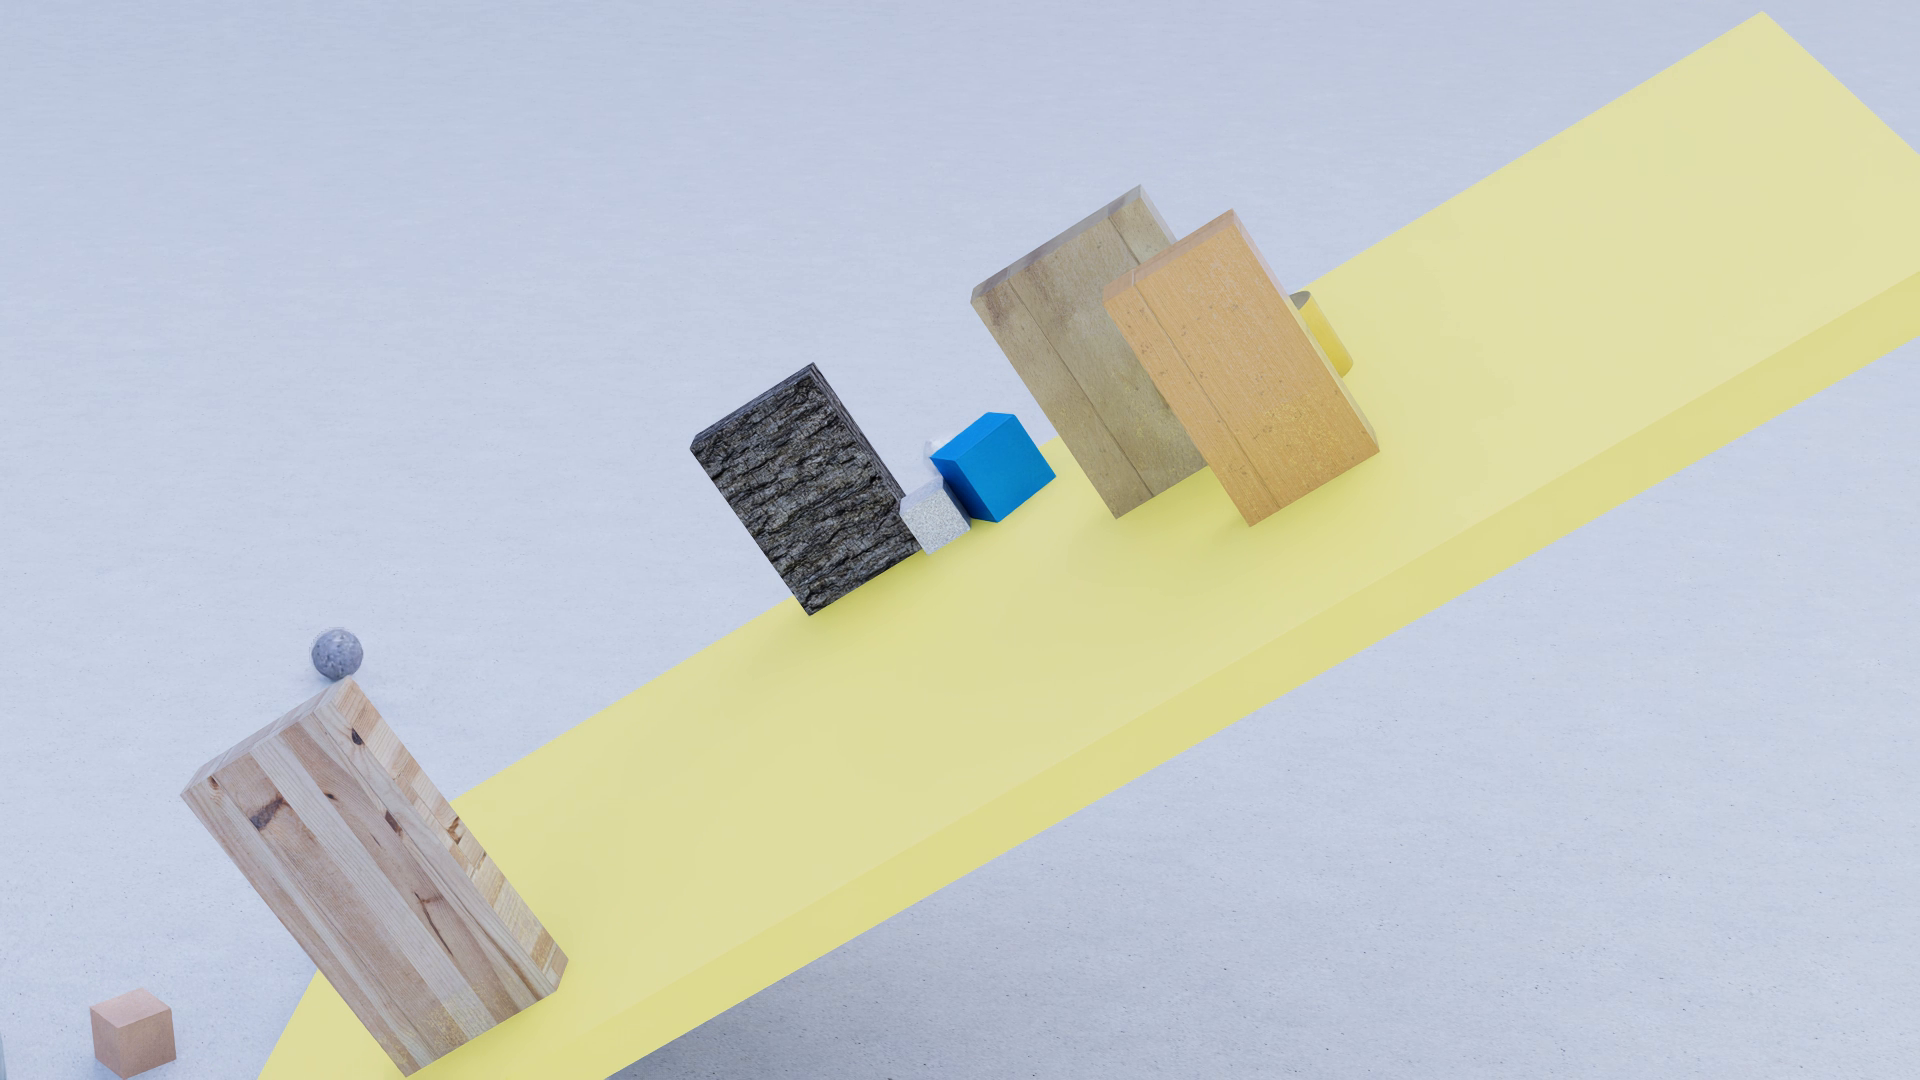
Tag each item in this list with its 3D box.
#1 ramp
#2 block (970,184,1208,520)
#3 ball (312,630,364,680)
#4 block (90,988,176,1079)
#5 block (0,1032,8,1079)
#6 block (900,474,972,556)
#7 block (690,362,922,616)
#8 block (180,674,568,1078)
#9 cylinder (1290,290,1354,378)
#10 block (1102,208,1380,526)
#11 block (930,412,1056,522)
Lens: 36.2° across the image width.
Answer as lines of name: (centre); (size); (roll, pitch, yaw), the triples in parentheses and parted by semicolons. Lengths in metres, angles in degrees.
ramp: (0.139, 0.171, 6.296); (4.000, 0.100, 2.000); (-31, 15, 14)
block: (0.359, -0.398, 6.273); (0.424, 0.574, 0.118); (-31, 15, 14)
ball: (-1.882, 0.347, 8.890); (0.151, 0.151, 0.151); (0, 20, 0)
block: (-1.907, 1.137, 6.784); (0.134, 0.134, 0.134); (-18, 27, -40)
block: (-2.266, 1.173, 6.671); (0.147, 0.147, 0.147); (-15, 25, -35)
block: (-0.058, -0.062, 7.000); (0.122, 0.122, 0.122); (-32, 15, 11)
block: (-0.357, -0.120, 7.071); (0.347, 0.507, 0.104); (-31, 15, 14)
block: (-1.164, 0.677, 5.881); (0.382, 0.743, 0.130); (-31, 15, 14)
cylinder: (0.721, -0.410, 6.307); (0.178, 0.178, 0.178); (-32, 15, 10)
block: (0.549, -0.334, 5.738); (0.296, 0.540, 0.123); (-31, 15, 14)
block: (0.077, -0.173, 6.939); (0.181, 0.181, 0.181); (-38, 15, -13)
